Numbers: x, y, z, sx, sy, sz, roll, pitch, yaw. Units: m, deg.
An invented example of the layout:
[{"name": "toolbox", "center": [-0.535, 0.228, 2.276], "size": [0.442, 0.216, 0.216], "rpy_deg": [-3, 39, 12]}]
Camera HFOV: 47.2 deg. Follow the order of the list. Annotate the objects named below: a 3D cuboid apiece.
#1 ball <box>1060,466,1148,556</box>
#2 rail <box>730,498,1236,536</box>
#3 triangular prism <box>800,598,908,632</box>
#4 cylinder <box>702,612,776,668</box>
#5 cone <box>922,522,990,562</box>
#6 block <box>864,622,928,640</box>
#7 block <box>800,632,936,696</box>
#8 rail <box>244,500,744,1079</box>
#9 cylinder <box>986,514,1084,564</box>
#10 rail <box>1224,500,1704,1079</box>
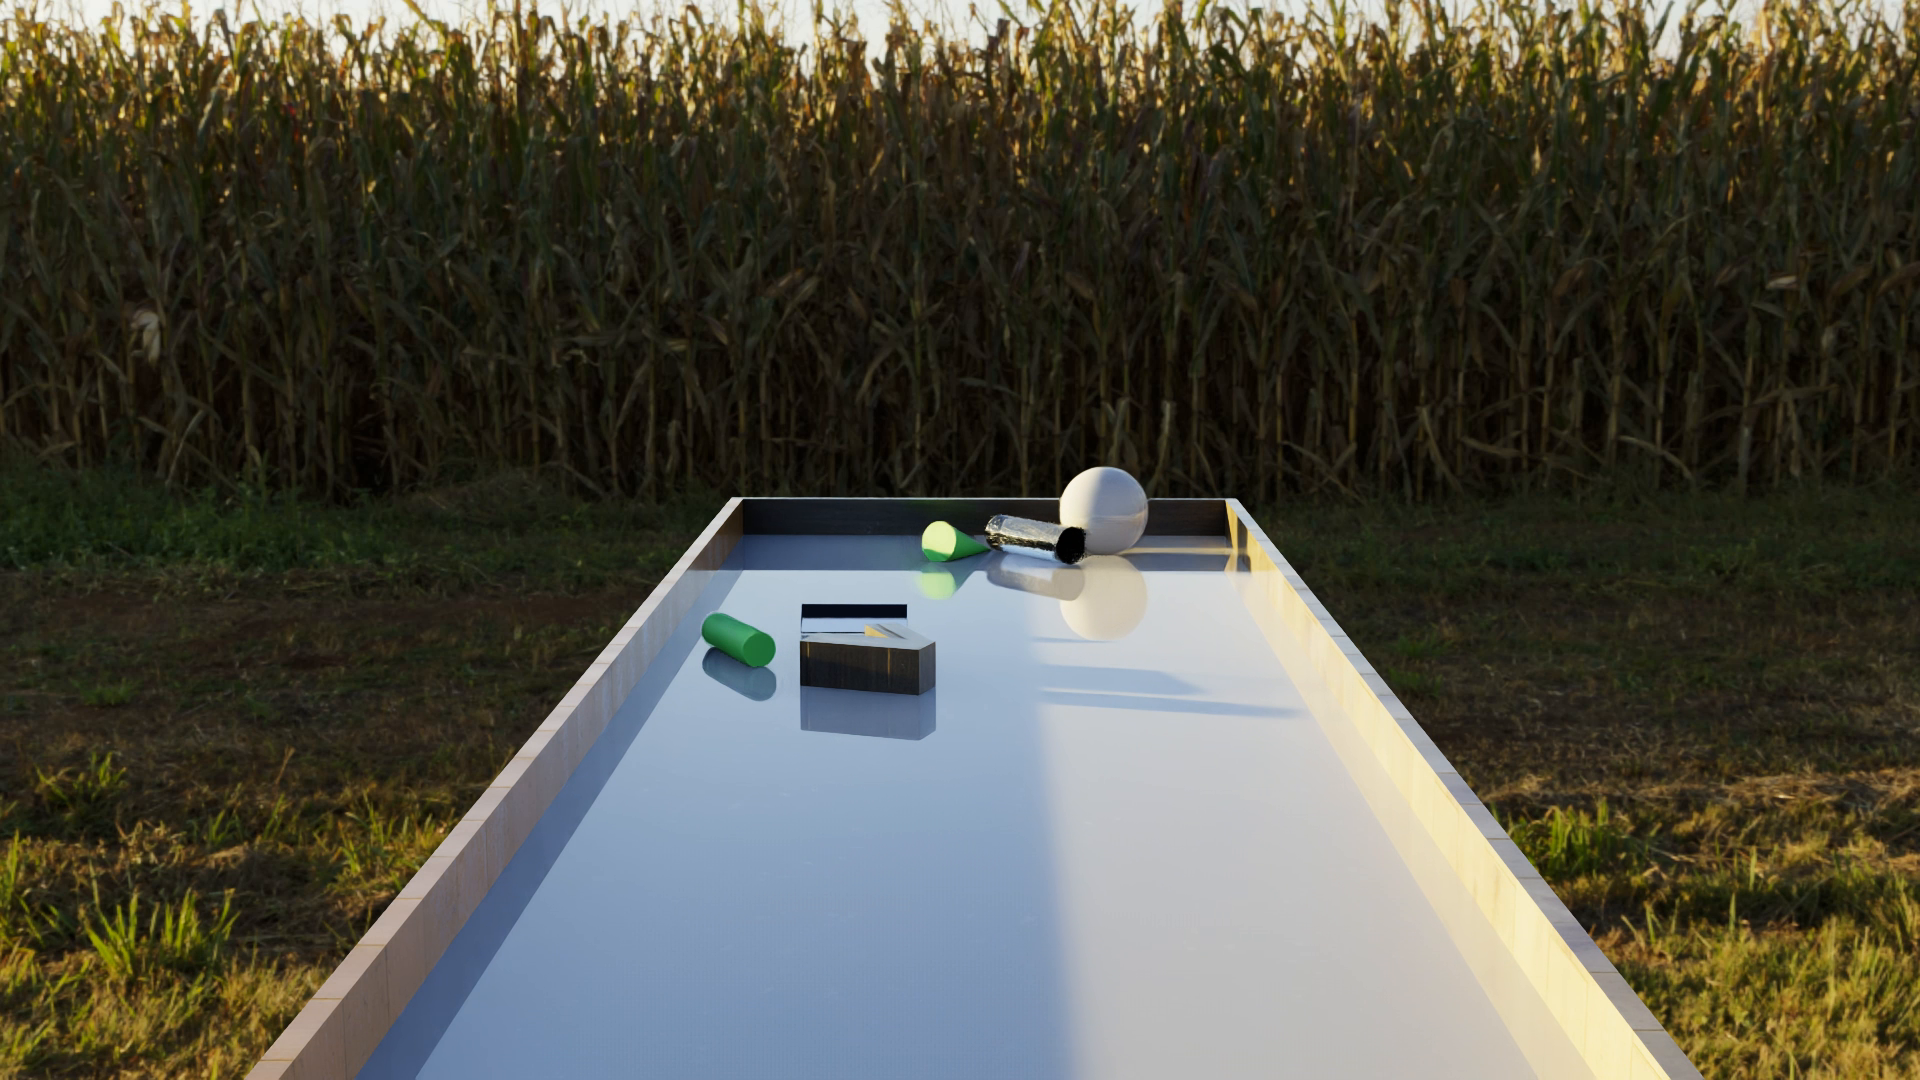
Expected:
[{"name": "ball", "center": [0.565, -0.114, 8.613], "size": [0.349, 0.349, 0.349], "rpy_deg": [0, 9, 0]}, {"name": "rail", "center": [0.099, -0.098, 9.147], "size": [2.100, 0.150, 0.050], "rpy_deg": [0, 9, 1]}, {"name": "triangular prism", "center": [-0.342, 0.249, 7.148], "size": [0.343, 0.086, 0.100], "rpy_deg": [6, -4, -2]}, {"name": "cylinder", "center": [-0.680, 0.304, 6.748], "size": [0.107, 0.107, 0.354], "rpy_deg": [-5, 10, -27]}, {"name": "cone", "center": [0.023, 0.023, 8.615], "size": [0.161, 0.161, 0.366], "rpy_deg": [6, -1, 35]}, {"name": "block", "center": [-0.185, 0.329, 6.606], "size": [0.103, 0.103, 0.313], "rpy_deg": [-4, 10, -21]}, {"name": "block", "center": [-0.266, 0.356, 6.342], "size": [0.369, 0.132, 0.132], "rpy_deg": [3, 10, 20]}, {"name": "rail", "center": [-1.004, 0.839, 3.234], "size": [0.050, 0.150, 12.000], "rpy_deg": [0, 9, 1]}, {"name": "cylinder", "center": [0.290, -0.004, 8.576], "size": [0.145, 0.145, 0.429], "rpy_deg": [-7, 11, -38]}, {"name": "rail", "center": [1.046, 0.843, 3.208], "size": [0.050, 0.150, 12.000], "rpy_deg": [0, 9, 1]}]
